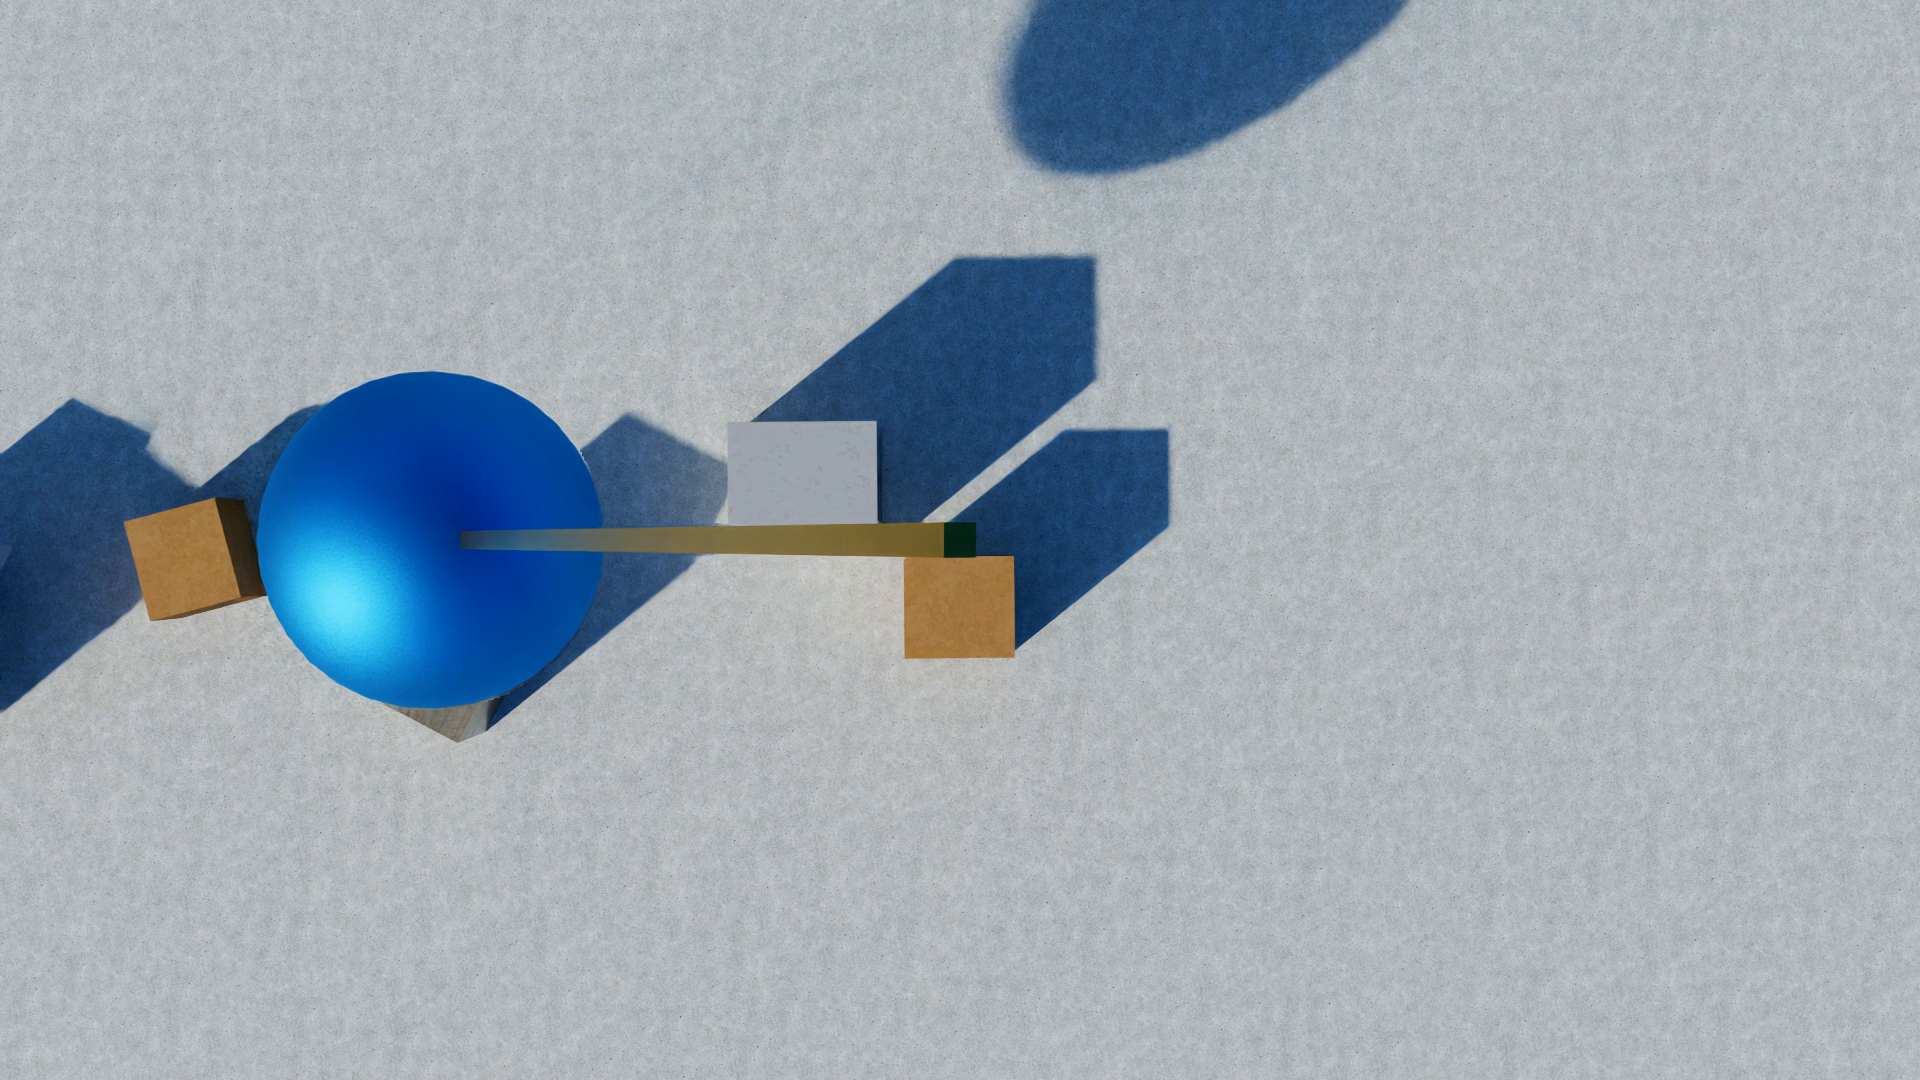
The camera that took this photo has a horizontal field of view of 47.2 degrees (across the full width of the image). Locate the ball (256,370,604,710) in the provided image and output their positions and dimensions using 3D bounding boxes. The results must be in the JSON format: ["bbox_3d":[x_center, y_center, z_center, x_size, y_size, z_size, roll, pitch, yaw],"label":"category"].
[{"bbox_3d":[-2.494,0.000,10.415,1.600,1.600,1.600,0,90,0],"label":"ball"}]

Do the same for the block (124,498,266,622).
[{"bbox_3d":[-4.421,0.111,12.750,0.534,0.500,0.585,-15,90,0],"label":"block"}]

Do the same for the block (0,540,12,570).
[{"bbox_3d":[-5.946,0.155,12.753,0.519,0.495,0.519,26,90,0],"label":"block"}]

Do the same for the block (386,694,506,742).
[{"bbox_3d":[-2.989,0.672,12.633,0.761,0.734,0.641,28,90,0],"label":"block"}]

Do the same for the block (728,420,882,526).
[{"bbox_3d":[-0.876,-0.292,12.616,0.831,0.767,0.734,0,90,0],"label":"block"}]

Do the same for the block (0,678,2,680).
[{"bbox_3d":[-6.218,0.854,12.615,0.816,0.769,0.758,39,90,0],"label":"block"}]

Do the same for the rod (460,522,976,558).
[{"bbox_3d":[-1.081,0.000,7.323,0.080,5.200,0.080,0,90,-25],"label":"rod"}]

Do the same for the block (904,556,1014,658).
[{"bbox_3d":[-0.004,0.381,12.718,0.625,0.564,0.577,-1,90,0],"label":"block"}]
